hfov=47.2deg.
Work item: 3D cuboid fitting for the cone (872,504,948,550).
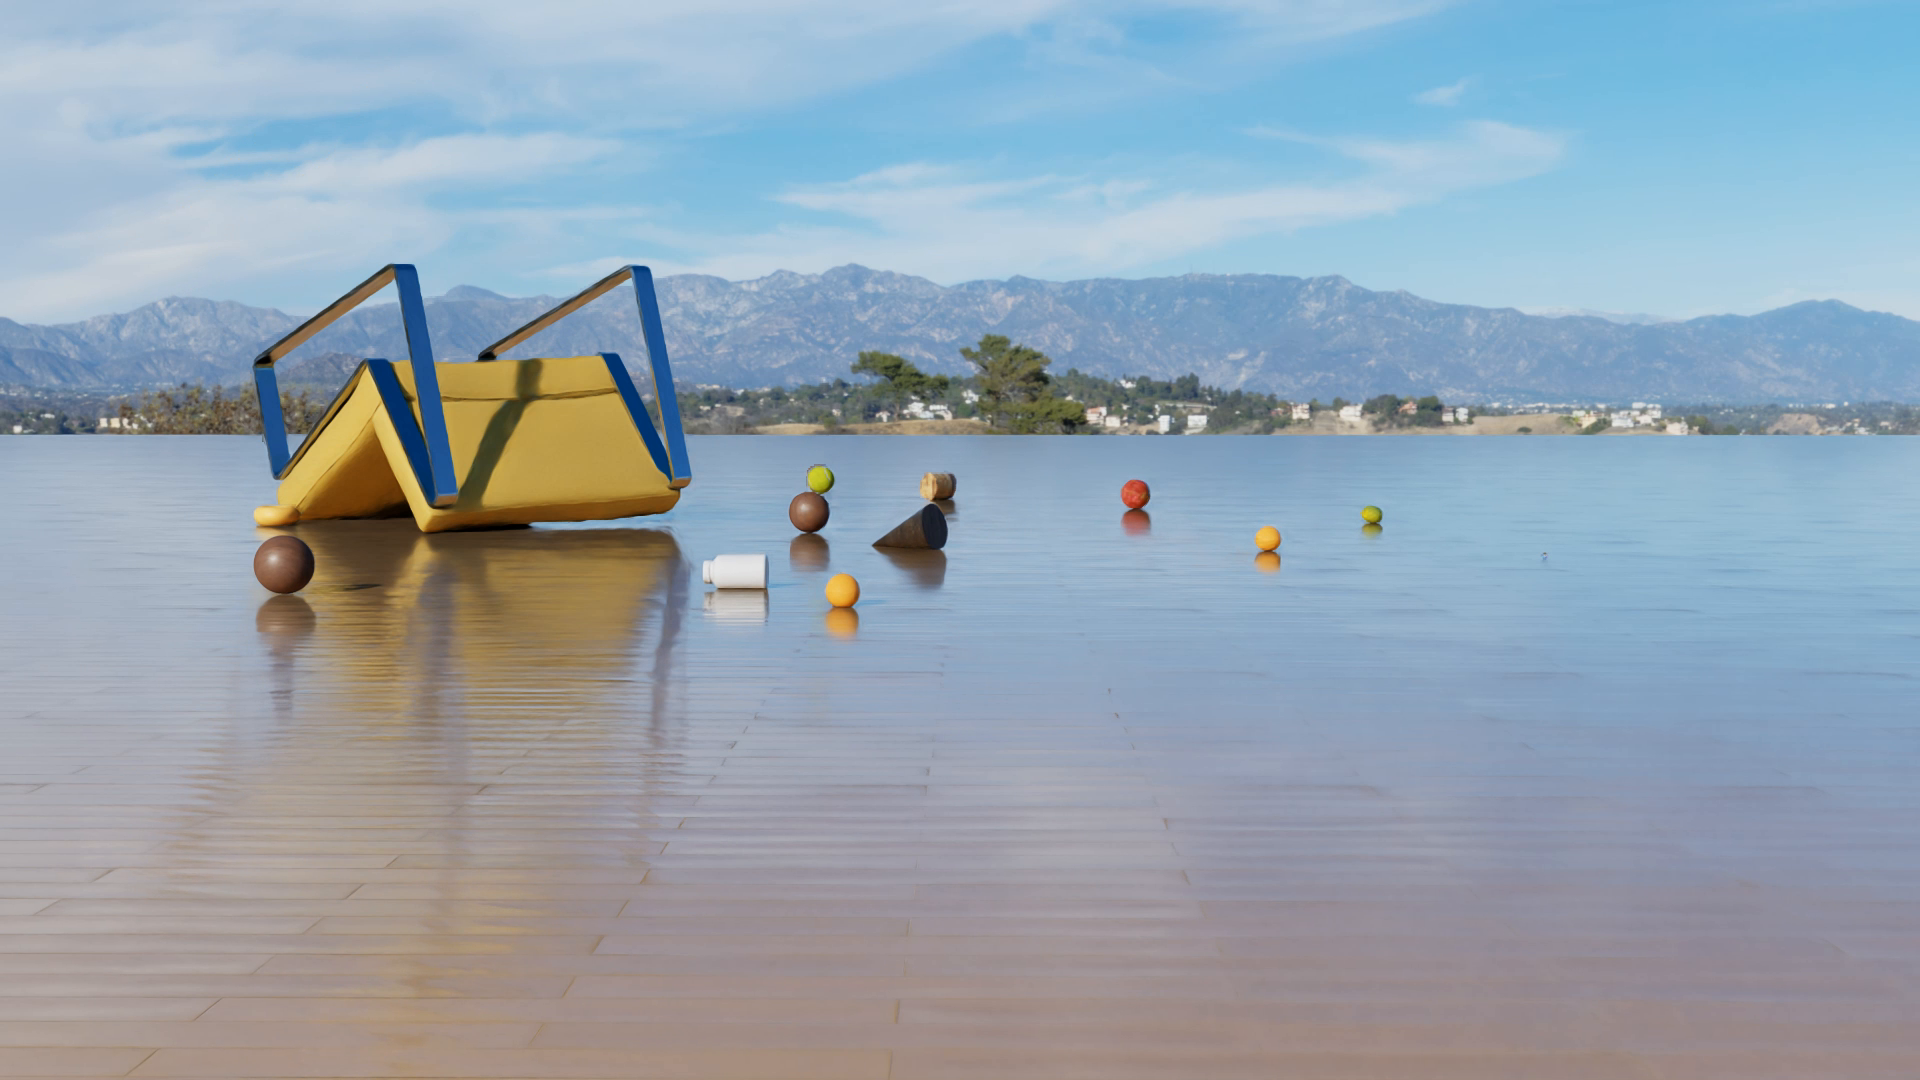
[{"bbox_3d":[-0.163,-0.011,6.242,0.242,0.131,0.112,-16,-16,37],"label":"cone"}]

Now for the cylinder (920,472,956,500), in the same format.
[{"bbox_3d":[-0.086,-0.217,8.918,0.079,0.108,0.149,11,9,31],"label":"cylinder"}]

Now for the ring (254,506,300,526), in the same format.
[{"bbox_3d":[-2.265,-0.081,7.291,0.147,0.060,0.192,1,3,-10],"label":"ring"}]
